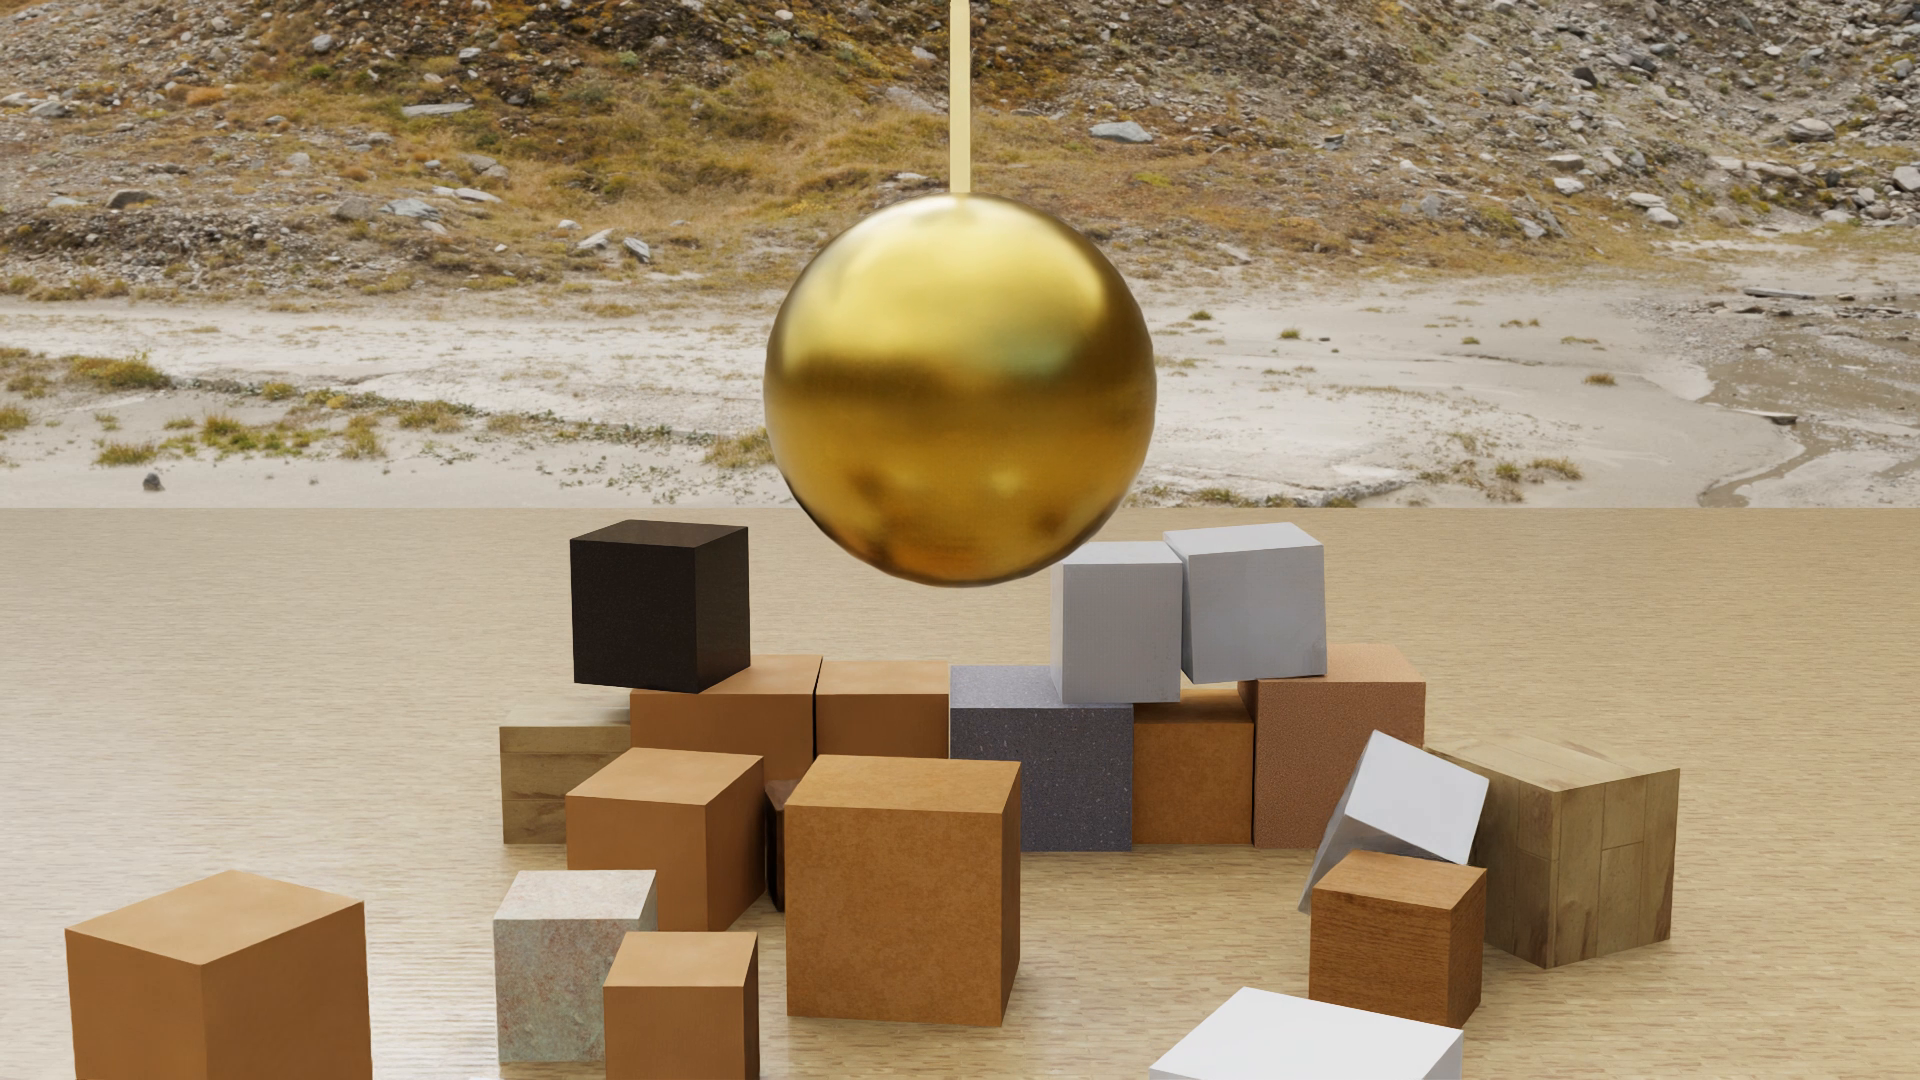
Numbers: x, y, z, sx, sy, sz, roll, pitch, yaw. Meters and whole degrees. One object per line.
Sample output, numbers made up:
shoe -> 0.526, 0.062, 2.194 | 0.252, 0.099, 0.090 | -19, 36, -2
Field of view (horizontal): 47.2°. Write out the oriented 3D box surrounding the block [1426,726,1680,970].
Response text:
block -> 2.637, 1.358, 9.888 | 0.744, 0.791, 0.812 | -6, 12, -29

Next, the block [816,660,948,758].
block -> -0.393, 1.091, 11.366 | 0.663, 0.787, 0.708 | 0, 10, -1

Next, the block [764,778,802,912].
block -> -0.699, 1.426, 10.358 | 0.407, 0.488, 0.486 | -3, 11, -14

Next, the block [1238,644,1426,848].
block -> 1.894, 1.052, 11.376 | 0.826, 0.860, 0.836 | 0, 10, 0

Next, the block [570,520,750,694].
block -> -1.521, 0.326, 11.225 | 0.689, 0.738, 0.631 | 4, 11, 19

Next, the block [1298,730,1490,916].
block -> 1.892, 1.331, 9.600 | 0.541, 0.616, 0.605 | 24, 38, 9

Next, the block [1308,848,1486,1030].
block -> 1.775, 1.645, 8.914 | 0.560, 0.574, 0.549 | 5, 12, 27

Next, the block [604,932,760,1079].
block -> -1.016, 1.803, 8.112 | 0.497, 0.550, 0.545 | 0, 10, 0

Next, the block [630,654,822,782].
block -> -1.184, 1.081, 11.377 | 0.905, 0.802, 0.847 | 0, 10, 0

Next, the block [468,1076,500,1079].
block -> -1.384, 2.047, 6.948 | 0.531, 0.487, 0.493 | 2, 10, 10

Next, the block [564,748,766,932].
block -> -1.332, 1.393, 10.066 | 0.653, 0.658, 0.799 | 2, 11, 13

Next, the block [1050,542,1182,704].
block -> 0.786, 0.410, 11.194 | 0.592, 0.708, 0.600 | -1, 10, -3

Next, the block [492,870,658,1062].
block -> -1.508, 1.679, 8.717 | 0.555, 0.578, 0.569 | 0, 10, -1

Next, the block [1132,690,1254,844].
block -> 1.169, 1.165, 11.407 | 0.603, 0.627, 0.706 | 0, 10, 0

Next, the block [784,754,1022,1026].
block -> -0.221, 1.439, 9.158 | 0.875, 0.891, 0.739 | 1, 10, 7

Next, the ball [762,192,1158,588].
ball -> 0.000, -0.604, 8.914 | 1.600, 1.600, 1.600 | 0, 10, 0

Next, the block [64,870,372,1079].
block -> -2.619, 1.720, 7.822 | 0.683, 0.816, 0.732 | 6, 12, 30

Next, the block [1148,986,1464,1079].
block -> 1.112, 1.941, 7.056 | 0.766, 0.655, 0.770 | 6, 12, 29

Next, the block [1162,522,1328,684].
block -> 1.445, 0.312, 11.217 | 0.677, 0.656, 0.685 | -4, 10, -5

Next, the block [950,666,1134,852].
block -> 0.405, 1.114, 11.370 | 0.907, 0.740, 0.894 | 0, 10, 0

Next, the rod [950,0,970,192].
rod -> 0.000, -3.948, 9.528 | 0.080, 5.200, 0.080 | 0, -10, 0

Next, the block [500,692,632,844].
block -> -1.977, 1.174, 11.396 | 0.659, 0.612, 0.681 | 0, 10, 0
